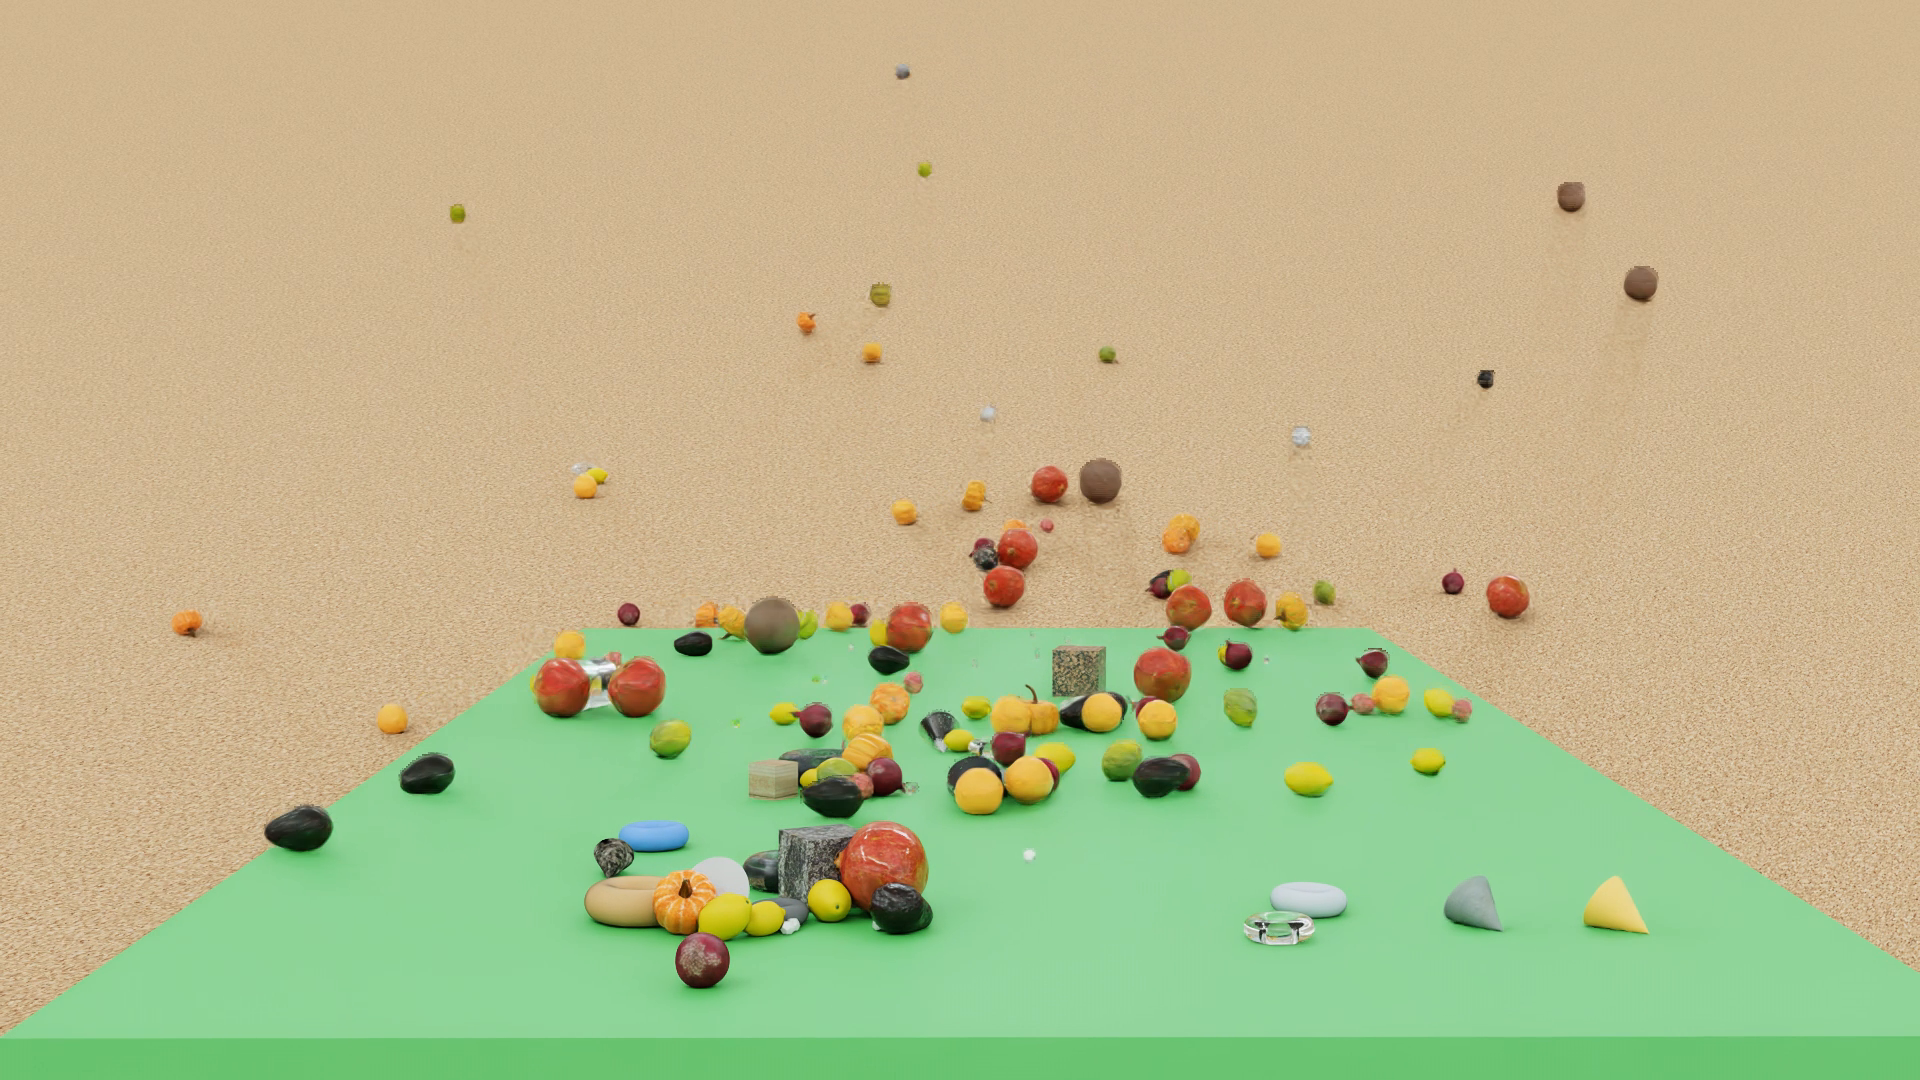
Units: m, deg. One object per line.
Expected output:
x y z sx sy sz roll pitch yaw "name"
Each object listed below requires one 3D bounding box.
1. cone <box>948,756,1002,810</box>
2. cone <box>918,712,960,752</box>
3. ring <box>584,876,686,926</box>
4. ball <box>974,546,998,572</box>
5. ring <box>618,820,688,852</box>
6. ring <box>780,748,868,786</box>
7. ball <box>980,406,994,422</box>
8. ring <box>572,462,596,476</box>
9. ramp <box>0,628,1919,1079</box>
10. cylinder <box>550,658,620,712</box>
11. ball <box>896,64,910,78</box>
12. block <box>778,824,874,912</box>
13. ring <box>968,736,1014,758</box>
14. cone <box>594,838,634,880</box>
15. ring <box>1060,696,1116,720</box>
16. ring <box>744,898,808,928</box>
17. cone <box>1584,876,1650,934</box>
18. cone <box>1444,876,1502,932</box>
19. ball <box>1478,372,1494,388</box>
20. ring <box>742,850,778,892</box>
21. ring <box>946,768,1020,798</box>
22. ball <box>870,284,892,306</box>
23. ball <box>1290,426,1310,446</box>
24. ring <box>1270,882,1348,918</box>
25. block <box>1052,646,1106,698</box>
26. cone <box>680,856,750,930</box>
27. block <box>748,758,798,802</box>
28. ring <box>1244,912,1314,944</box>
0.023 0.384 3.870 0.083 0.083 0.083 0 30 -1 "cone"
-0.033 0.348 4.446 0.072 0.072 0.072 -2 31 -6 "cone"
-0.385 0.434 3.086 0.134 0.045 0.134 1 3 0 "ring"
0.073 0.053 7.205 0.070 0.070 0.070 0 19 0 "ball"
-0.423 0.409 3.546 0.097 0.032 0.097 -1 3 0 "ring"
-0.221 0.363 4.100 0.147 0.049 0.147 1 3 0 "ring"
0.092 -0.423 8.597 0.051 0.051 0.051 0 19 0 "ball"
-1.182 -0.224 8.065 0.078 0.026 0.078 1 19 0 "ring"
0.045 0.408 4.537 2.000 0.100 4.000 0 4 0 "ramp"
-0.729 0.280 4.985 0.096 0.096 0.096 12 10 31 "cylinder"
-0.344 -2.804 15.354 0.088 0.088 0.088 0 19 0 "ball"
-0.166 0.405 3.177 0.088 0.088 0.088 -2 4 -28 "block"
0.054 0.355 4.395 0.080 0.027 0.080 -1 5 0 "ring"
-0.455 0.426 3.346 0.053 0.053 0.053 0 30 1 "cone"
0.243 0.319 4.864 0.108 0.036 0.108 -1 4 0 "ring"
-0.218 0.445 3.058 0.077 0.026 0.077 -1 4 0 "ring"
0.784 0.444 3.019 0.070 0.070 0.070 -17 41 -39 "cone"
0.620 0.444 3.034 0.067 0.067 0.067 -11 35 -28 "cone"
1.840 -0.561 8.978 0.060 0.060 0.060 0 19 0 "ball"
-0.217 0.422 3.279 0.123 0.041 0.123 0 2 0 "ring"
0.035 0.377 3.978 0.114 0.038 0.114 -1 2 0 "ring"
-0.312 -0.962 10.089 0.084 0.084 0.084 0 19 0 "ball"
1.105 -0.336 8.330 0.063 0.063 0.063 0 19 0 "ball"
0.424 0.438 3.119 0.094 0.031 0.094 1 4 0 "ring"
0.242 0.266 5.203 0.094 0.094 0.094 1 4 12 "block"
-0.277 0.436 3.078 0.090 0.090 0.090 9 -20 23 "cone"
-0.288 0.370 3.959 0.054 0.054 0.054 3 5 37 "block"
0.370 0.449 2.972 0.083 0.028 0.083 -2 4 0 "ring"
